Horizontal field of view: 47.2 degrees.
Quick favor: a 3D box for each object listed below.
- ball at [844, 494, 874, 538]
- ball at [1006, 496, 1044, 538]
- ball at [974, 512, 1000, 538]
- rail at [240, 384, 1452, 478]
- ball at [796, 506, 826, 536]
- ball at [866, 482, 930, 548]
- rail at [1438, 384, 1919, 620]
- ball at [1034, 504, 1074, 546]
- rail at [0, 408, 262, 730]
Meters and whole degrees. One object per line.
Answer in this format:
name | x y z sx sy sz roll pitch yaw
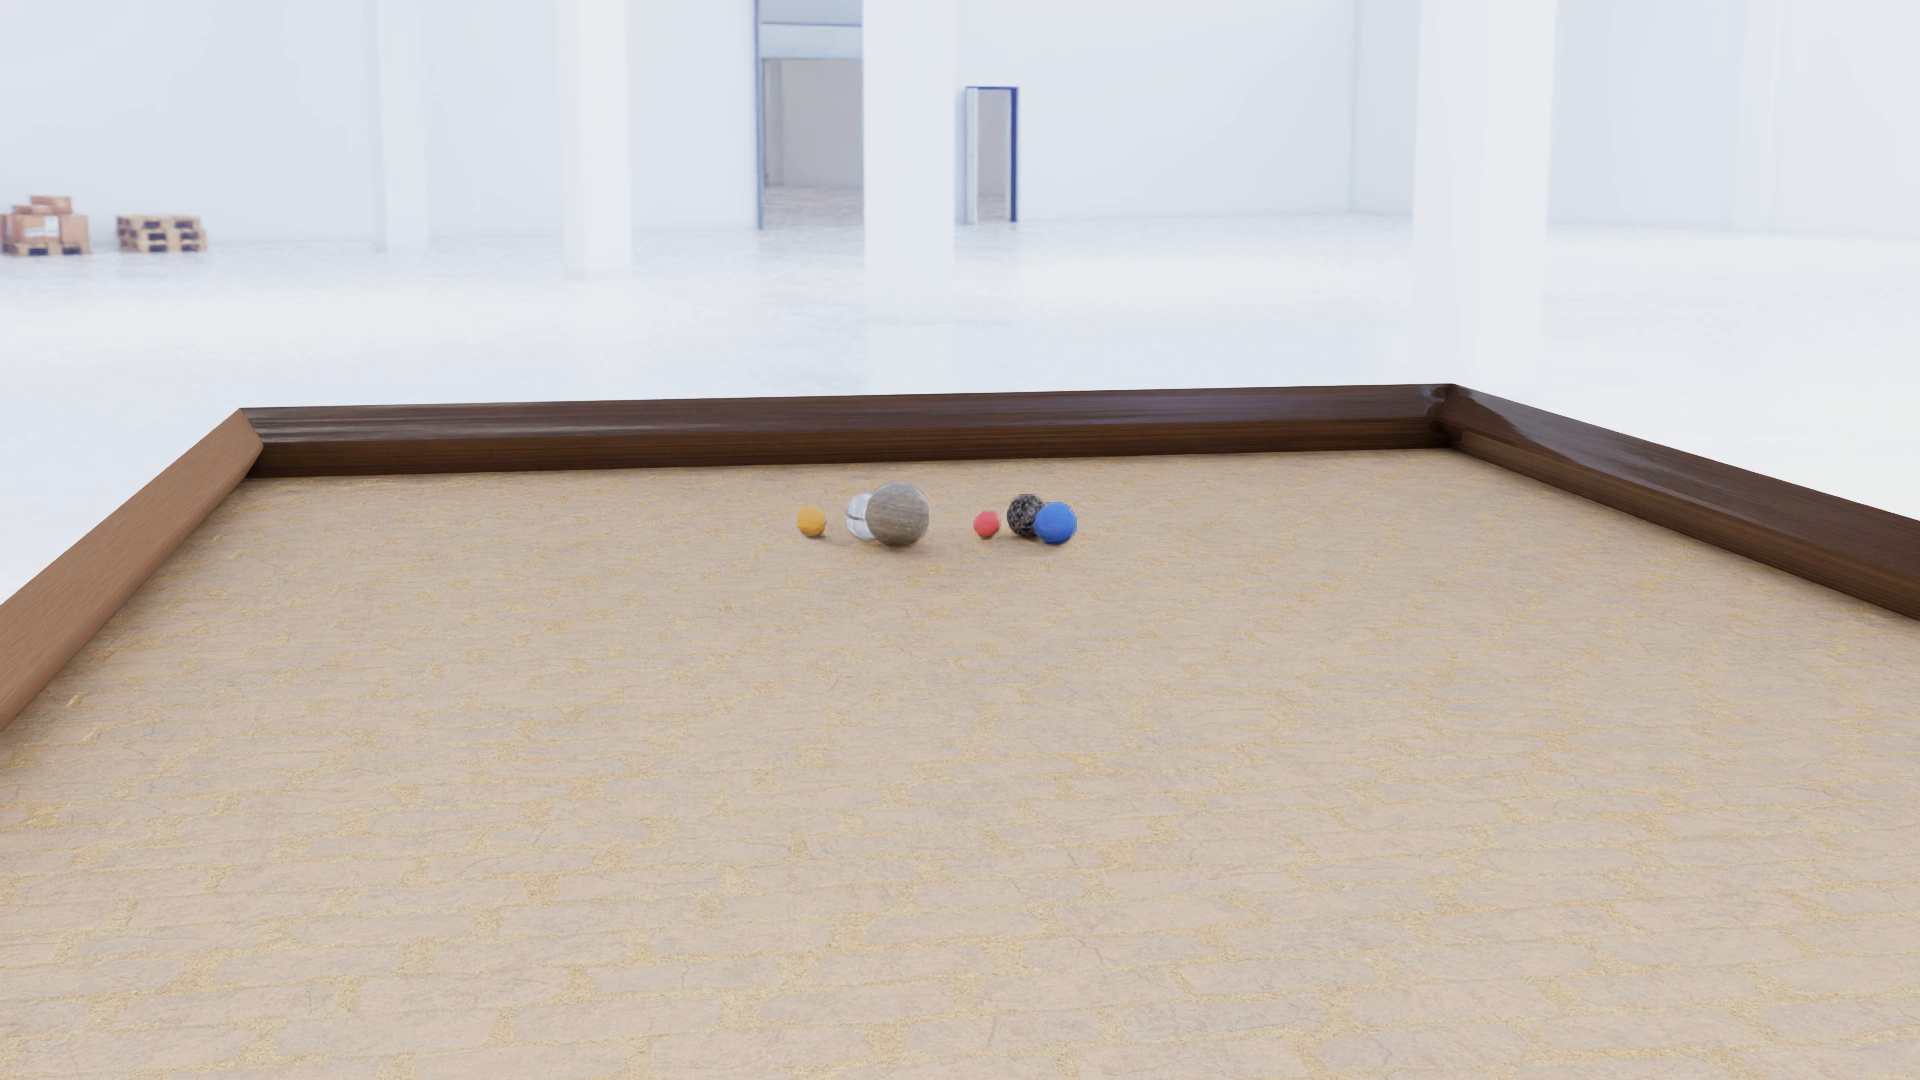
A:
ball | -0.145 -0.036 3.420 0.069 0.069 0.069 0 11 0
ball | 0.106 -0.037 3.435 0.065 0.065 0.065 0 11 0
ball | 0.041 -0.024 3.432 0.041 0.041 0.041 0 11 0
rail | -0.161 -0.208 4.172 2.323 0.128 0.045 -2 11 -9
ball | -0.232 -0.029 3.443 0.046 0.046 0.046 0 11 0
ball | -0.095 -0.038 3.352 0.099 0.099 0.099 0 11 0
rail | 1.286 0.111 2.473 0.045 0.128 3.940 -2 11 -9
ball | 0.145 -0.024 3.371 0.063 0.063 0.063 0 11 0
rail | -0.957 0.181 2.099 0.045 0.128 3.940 -2 11 -9
